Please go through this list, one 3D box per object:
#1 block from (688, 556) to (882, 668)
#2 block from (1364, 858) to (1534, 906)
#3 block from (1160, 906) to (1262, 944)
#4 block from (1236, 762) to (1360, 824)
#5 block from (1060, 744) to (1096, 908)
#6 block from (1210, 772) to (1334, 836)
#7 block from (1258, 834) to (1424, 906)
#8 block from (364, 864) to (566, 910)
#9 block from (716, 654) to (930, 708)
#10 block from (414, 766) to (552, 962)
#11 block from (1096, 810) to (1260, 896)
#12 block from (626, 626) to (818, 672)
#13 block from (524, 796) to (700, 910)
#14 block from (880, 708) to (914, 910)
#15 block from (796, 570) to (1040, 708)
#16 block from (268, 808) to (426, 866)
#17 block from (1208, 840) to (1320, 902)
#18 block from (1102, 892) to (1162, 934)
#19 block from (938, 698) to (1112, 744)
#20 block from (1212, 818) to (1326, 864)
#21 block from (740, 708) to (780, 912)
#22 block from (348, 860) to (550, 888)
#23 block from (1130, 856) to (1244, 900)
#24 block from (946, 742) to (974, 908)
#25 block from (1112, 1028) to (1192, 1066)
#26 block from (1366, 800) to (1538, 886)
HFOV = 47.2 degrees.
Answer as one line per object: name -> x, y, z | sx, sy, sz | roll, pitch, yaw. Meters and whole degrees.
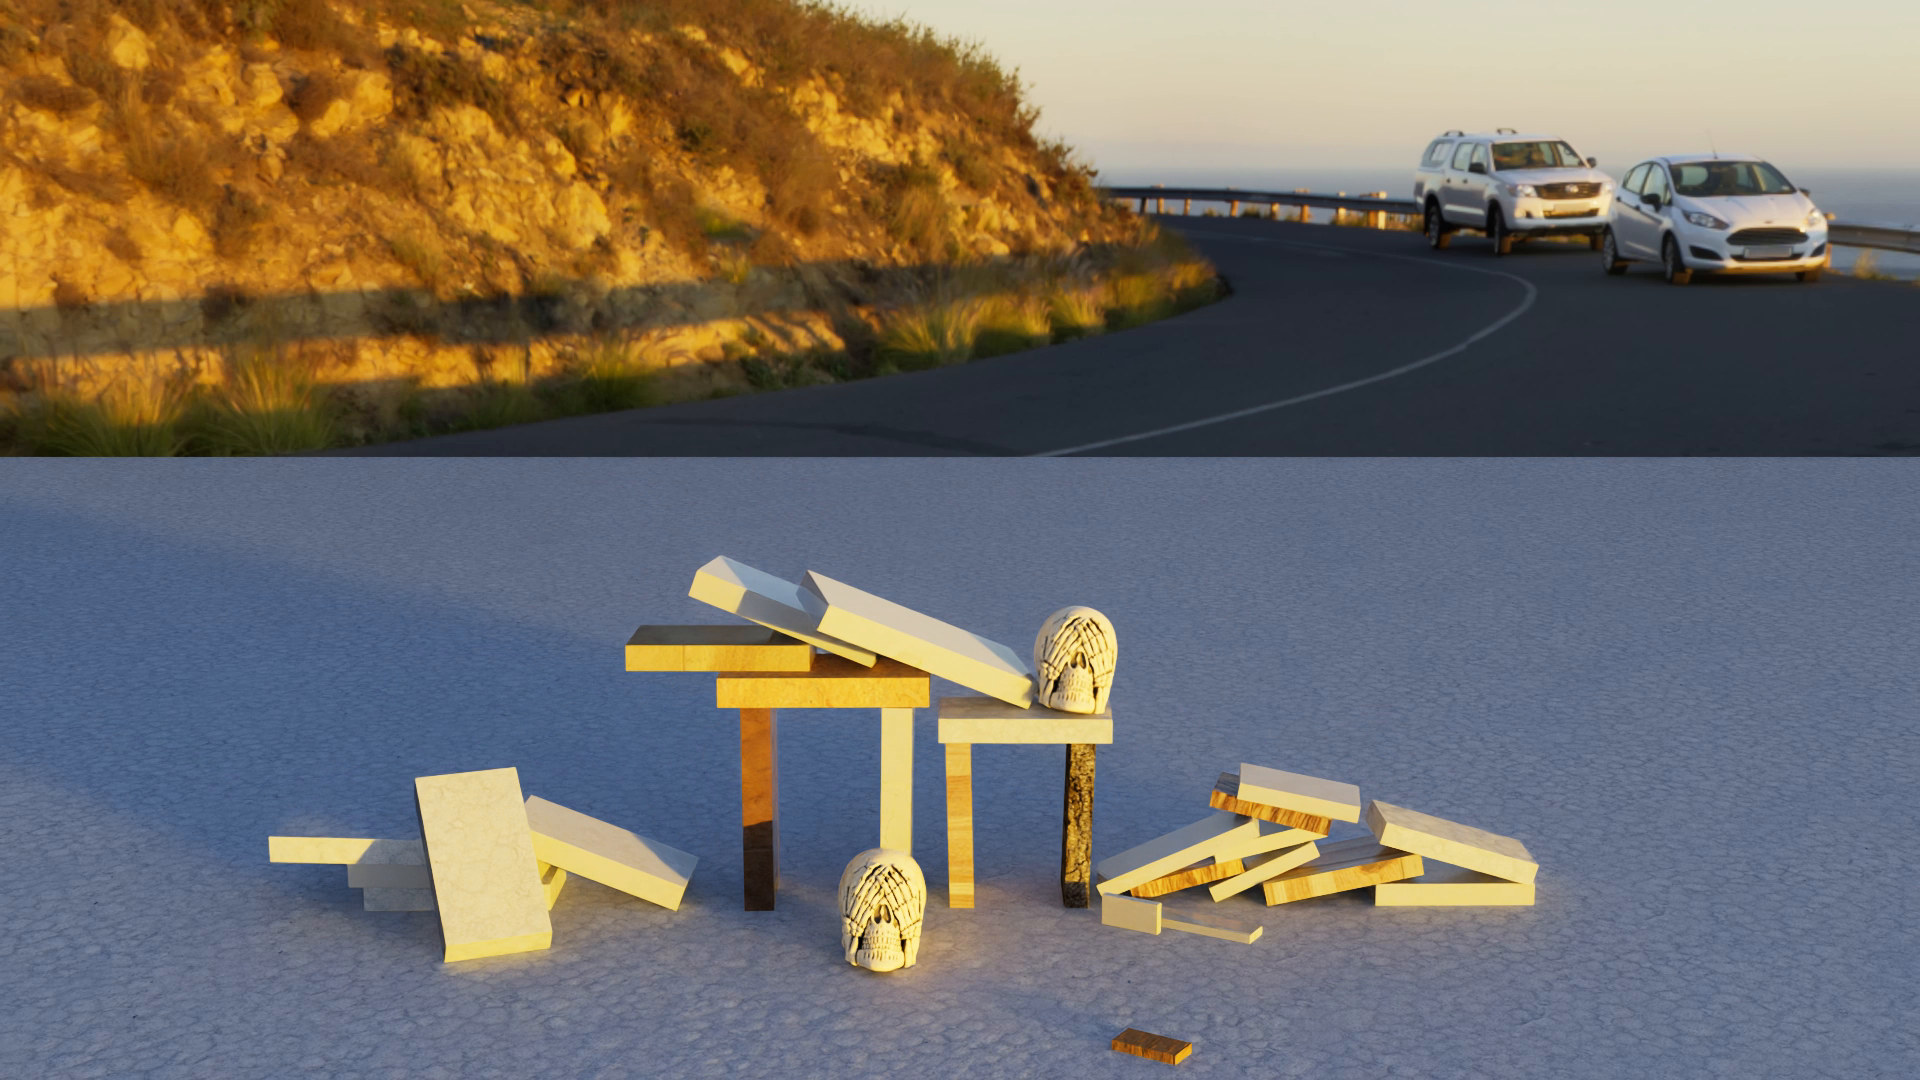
block -> -0.275, 0.117, 3.657 | 0.323, 0.046, 0.162 | 21, 10, 4
block -> 0.812, 0.570, 3.674 | 0.261, 0.037, 0.131 | 0, 11, -1
block -> 0.378, 0.612, 3.512 | 0.203, 0.014, 0.049 | 6, 12, 30
block -> 0.554, 0.413, 3.601 | 0.196, 0.028, 0.098 | 11, 15, 5
block -> 0.195, 0.452, 3.642 | 0.040, 0.280, 0.140 | 2, 11, 0
block -> 0.516, 0.433, 3.613 | 0.196, 0.028, 0.098 | 13, 16, 13
block -> 0.628, 0.545, 3.667 | 0.261, 0.037, 0.131 | -12, 10, 2
block -> -0.821, 0.570, 3.661 | 0.303, 0.043, 0.152 | 0, 11, -1
block -> -0.220, 0.230, 3.611 | 0.340, 0.048, 0.170 | 0, 11, 0
block -> -0.757, 0.509, 3.477 | 0.162, 0.046, 0.323 | -4, 48, -21
block -> 0.360, 0.512, 3.635 | 0.279, 0.028, 0.098 | -24, 11, 11
block -> -0.392, 0.178, 3.643 | 0.299, 0.042, 0.149 | 0, 11, 1
block -> -0.594, 0.518, 3.652 | 0.303, 0.043, 0.152 | 21, 11, -2
block -> -0.103, 0.422, 3.641 | 0.048, 0.340, 0.170 | 1, 11, 0
block -> -0.069, 0.163, 3.591 | 0.392, 0.046, 0.162 | 22, 12, -23
block -> -0.943, 0.490, 3.623 | 0.341, 0.042, 0.149 | 1, 11, 4
block -> 0.501, 0.537, 3.662 | 0.188, 0.027, 0.094 | -25, 10, 5
block -> 0.273, 0.595, 3.507 | 0.098, 0.049, 0.014 | 6, 12, 30
block -> 0.107, 0.295, 3.609 | 0.280, 0.040, 0.140 | 0, 11, 1
block -> 0.506, 0.489, 3.656 | 0.188, 0.027, 0.094 | -14, 11, -2
block -> -0.330, 0.422, 3.640 | 0.048, 0.340, 0.170 | 0, 11, -1
block -> -0.838, 0.530, 3.637 | 0.303, 0.043, 0.152 | 0, 11, 2
block -> 0.374, 0.551, 3.667 | 0.188, 0.027, 0.094 | -16, 10, 3
block -> 0.001, 0.452, 3.644 | 0.040, 0.280, 0.140 | -1, 11, 1
block -> 0.265, 0.700, 3.040 | 0.098, 0.014, 0.049 | 7, 12, 32
block -> 0.814, 0.501, 3.649 | 0.261, 0.037, 0.130 | 16, 10, -3
